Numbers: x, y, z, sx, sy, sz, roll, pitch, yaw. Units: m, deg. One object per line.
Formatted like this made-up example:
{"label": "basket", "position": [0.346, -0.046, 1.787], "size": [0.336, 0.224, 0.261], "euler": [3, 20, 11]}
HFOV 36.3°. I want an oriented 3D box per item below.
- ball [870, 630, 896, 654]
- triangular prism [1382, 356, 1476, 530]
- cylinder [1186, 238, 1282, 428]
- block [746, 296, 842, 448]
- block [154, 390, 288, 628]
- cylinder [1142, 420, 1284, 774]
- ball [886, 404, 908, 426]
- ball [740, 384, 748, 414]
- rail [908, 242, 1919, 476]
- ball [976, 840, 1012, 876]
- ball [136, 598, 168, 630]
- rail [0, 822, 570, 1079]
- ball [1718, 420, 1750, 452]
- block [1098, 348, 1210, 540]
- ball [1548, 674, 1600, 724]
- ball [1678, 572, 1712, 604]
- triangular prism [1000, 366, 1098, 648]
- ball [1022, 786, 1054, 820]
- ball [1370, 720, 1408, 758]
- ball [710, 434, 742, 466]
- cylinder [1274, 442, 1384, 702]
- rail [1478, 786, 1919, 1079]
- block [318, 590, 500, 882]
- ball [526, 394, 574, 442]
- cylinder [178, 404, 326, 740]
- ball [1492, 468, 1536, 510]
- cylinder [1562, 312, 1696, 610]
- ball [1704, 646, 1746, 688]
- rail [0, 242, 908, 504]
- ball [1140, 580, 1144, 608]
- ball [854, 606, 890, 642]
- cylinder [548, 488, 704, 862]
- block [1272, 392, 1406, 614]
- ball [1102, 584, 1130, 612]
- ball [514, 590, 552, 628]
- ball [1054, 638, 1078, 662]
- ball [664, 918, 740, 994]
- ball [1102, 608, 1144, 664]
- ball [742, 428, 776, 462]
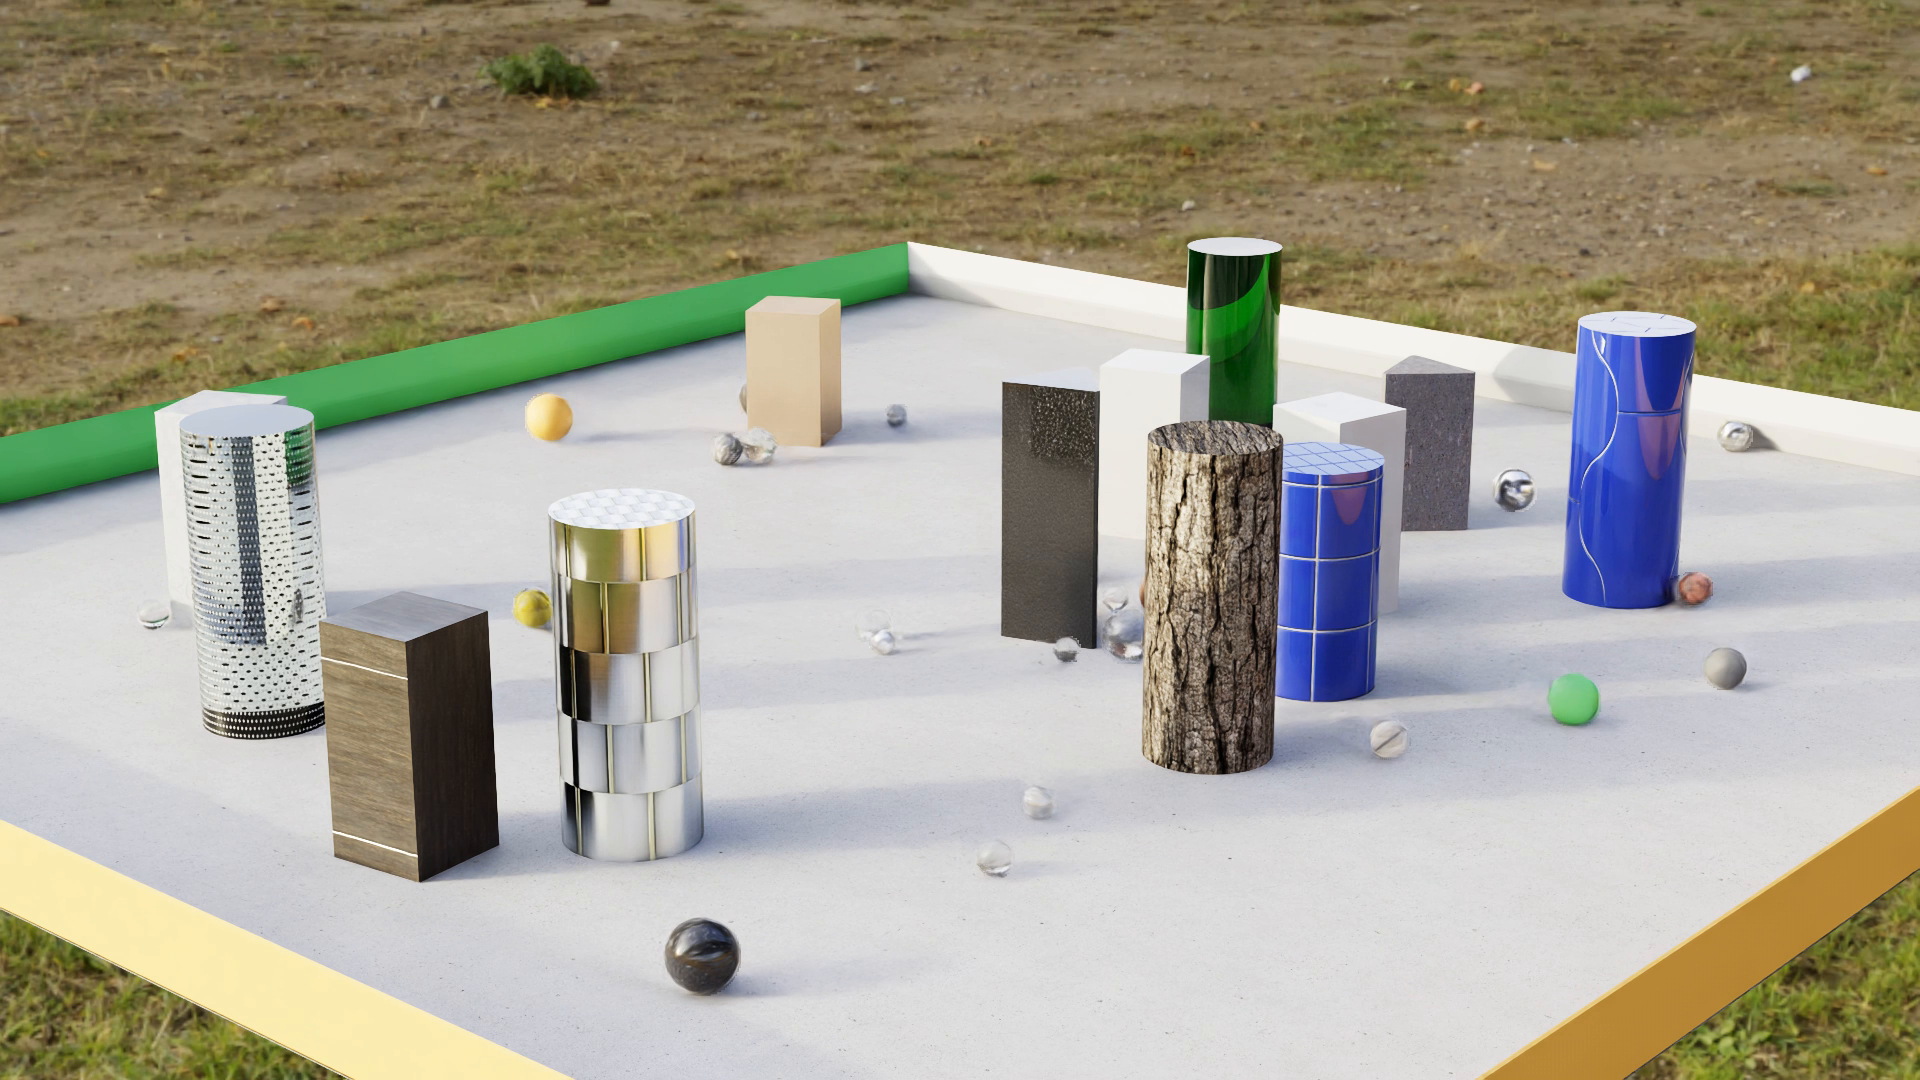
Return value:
{"label": "ball", "position": [-0.128, 0.168, 4.822], "size": [0.041, 0.041, 0.041], "euler": [0, 17, 0]}
{"label": "triangular prism", "position": [0.865, -0.185, 5.539], "size": [0.171, 0.304, 0.148], "euler": [-1, 17, -3]}
{"label": "cylinder", "position": [0.575, -0.426, 6.185], "size": [0.198, 0.393, 0.198], "euler": [0, 17, 0]}
{"label": "block", "position": [-0.347, -0.354, 6.140], "size": [0.158, 0.281, 0.158], "euler": [4, 17, 13]}
{"label": "block", "position": [-1.238, -0.049, 4.968], "size": [0.158, 0.373, 0.158], "euler": [5, 17, 16]}
{"label": "cylinder", "position": [0.371, 0.084, 4.332], "size": [0.198, 0.487, 0.198], "euler": [0, 17, 0]}
{"label": "ball", "position": [-0.135, -0.265, 6.252], "size": [0.047, 0.047, 0.047], "euler": [0, 17, 0]}
{"label": "ball", "position": [-0.430, -0.305, 6.311], "size": [0.090, 0.090, 0.090], "euler": [0, 17, 0]}
{"label": "rail", "position": [1.194, -0.365, 6.436], "size": [3.562, 0.128, 0.045], "euler": [14, 22, 39]}
{"label": "ball", "position": [0.047, 0.428, 3.947], "size": [0.049, 0.049, 0.049], "euler": [0, 17, 0]}
{"label": "ball", "position": [-1.362, 0.125, 4.945], "size": [0.054, 0.054, 0.054], "euler": [0, 17, 0]}
{"label": "rail", "position": [-1.194, 0.429, 3.803], "size": [3.562, 0.128, 0.045], "euler": [14, 22, 39]}
{"label": "ball", "position": [1.598, -0.216, 6.055], "size": [0.066, 0.066, 0.066], "euler": [0, 17, 0]}
{"label": "block", "position": [0.362, -0.177, 5.482], "size": [0.158, 0.323, 0.158], "euler": [7, 18, 23]}
{"label": "ball", "position": [0.943, 0.244, 4.505], "size": [0.079, 0.079, 0.079], "euler": [0, 17, 0]}
{"label": "ball", "position": [1.272, 0.085, 5.076], "size": [0.055, 0.055, 0.055], "euler": [0, 17, 0]}
{"label": "triangular prism", "position": [0.176, -0.060, 4.889], "size": [0.171, 0.439, 0.148], "euler": [8, 18, 24]}
{"label": "ball", "position": [0.111, 0.371, 4.141], "size": [0.046, 0.046, 0.046], "euler": [0, 17, 0]}
{"label": "ball", "position": [0.640, 0.297, 4.368], "size": [0.057, 0.057, 0.057], "euler": [0, 17, 0]}
{"label": "ball", "position": [-0.474, -0.184, 5.951], "size": [0.065, 0.065, 0.065], "euler": [0, 17, 0]}
{"label": "cylinder", "position": [0.566, 0.049, 4.645], "size": [0.198, 0.371, 0.198], "euler": [0, 17, 0]}
{"label": "rail", "position": [1.327, 0.365, 4.017], "size": [0.045, 0.128, 3.689], "euler": [14, 22, 39]}
{"label": "block", "position": [-0.746, 0.265, 3.984], "size": [0.158, 0.341, 0.158], "euler": [11, 20, 32]}
{"label": "ball", "position": [-0.858, -0.256, 6.132], "size": [0.099, 0.099, 0.099], "euler": [0, 17, 0]}
{"label": "cylinder", "position": [-1.071, 0.047, 4.472], "size": [0.198, 0.475, 0.198], "euler": [0, 17, 0]}
{"label": "ball", "position": [1.064, -0.098, 5.634], "size": [0.083, 0.083, 0.083], "euler": [0, 17, 0]}
{"label": "cylinder", "position": [1.157, -0.139, 5.080], "size": [0.198, 0.481, 0.198], "euler": [0, 17, 0]}
{"label": "ball", "position": [1.218, 0.203, 4.666], "size": [0.065, 0.065, 0.065], "euler": [0, 17, 0]}
{"label": "rail", "position": [-1.327, -0.300, 6.223], "size": [0.045, 0.128, 3.689], "euler": [14, 22, 39]}
{"label": "ball", "position": [0.350, 0.091, 4.996], "size": [0.090, 0.090, 0.090], "euler": [0, 17, 0]}
{"label": "ball", "position": [-0.146, 0.139, 4.886], "size": [0.061, 0.061, 0.061], "euler": [0, 17, 0]}
{"label": "cylinder", "position": [-0.456, 0.184, 4.021], "size": [0.198, 0.474, 0.198], "euler": [0, 17, 0]}
{"label": "block", "position": [0.643, -0.054, 5.014], "size": [0.158, 0.357, 0.158], "euler": [-13, 21, -36]}
{"label": "ball", "position": [0.268, 0.100, 5.043], "size": [0.046, 0.046, 0.046], "euler": [0, 17, 0]}
{"label": "ball", "position": [-0.721, 0.116, 4.953], "size": [0.066, 0.066, 0.066], "euler": [0, 17, 0]}
{"label": "ball", "position": [0.173, 0.179, 4.786], "size": [0.041, 0.041, 0.041], "euler": [0, 17, 0]}
{"label": "ball", "position": [-0.317, 0.510, 3.600], "size": [0.093, 0.093, 0.093], "euler": [0, 17, 0]}
{"label": "ball", "position": [0.276, 0.156, 4.781], "size": [0.089, 0.089, 0.089], "euler": [0, 17, 0]}
{"label": "ball", "position": [-0.409, -0.193, 5.969], "size": [0.071, 0.071, 0.071], "euler": [0, 17, 0]}
